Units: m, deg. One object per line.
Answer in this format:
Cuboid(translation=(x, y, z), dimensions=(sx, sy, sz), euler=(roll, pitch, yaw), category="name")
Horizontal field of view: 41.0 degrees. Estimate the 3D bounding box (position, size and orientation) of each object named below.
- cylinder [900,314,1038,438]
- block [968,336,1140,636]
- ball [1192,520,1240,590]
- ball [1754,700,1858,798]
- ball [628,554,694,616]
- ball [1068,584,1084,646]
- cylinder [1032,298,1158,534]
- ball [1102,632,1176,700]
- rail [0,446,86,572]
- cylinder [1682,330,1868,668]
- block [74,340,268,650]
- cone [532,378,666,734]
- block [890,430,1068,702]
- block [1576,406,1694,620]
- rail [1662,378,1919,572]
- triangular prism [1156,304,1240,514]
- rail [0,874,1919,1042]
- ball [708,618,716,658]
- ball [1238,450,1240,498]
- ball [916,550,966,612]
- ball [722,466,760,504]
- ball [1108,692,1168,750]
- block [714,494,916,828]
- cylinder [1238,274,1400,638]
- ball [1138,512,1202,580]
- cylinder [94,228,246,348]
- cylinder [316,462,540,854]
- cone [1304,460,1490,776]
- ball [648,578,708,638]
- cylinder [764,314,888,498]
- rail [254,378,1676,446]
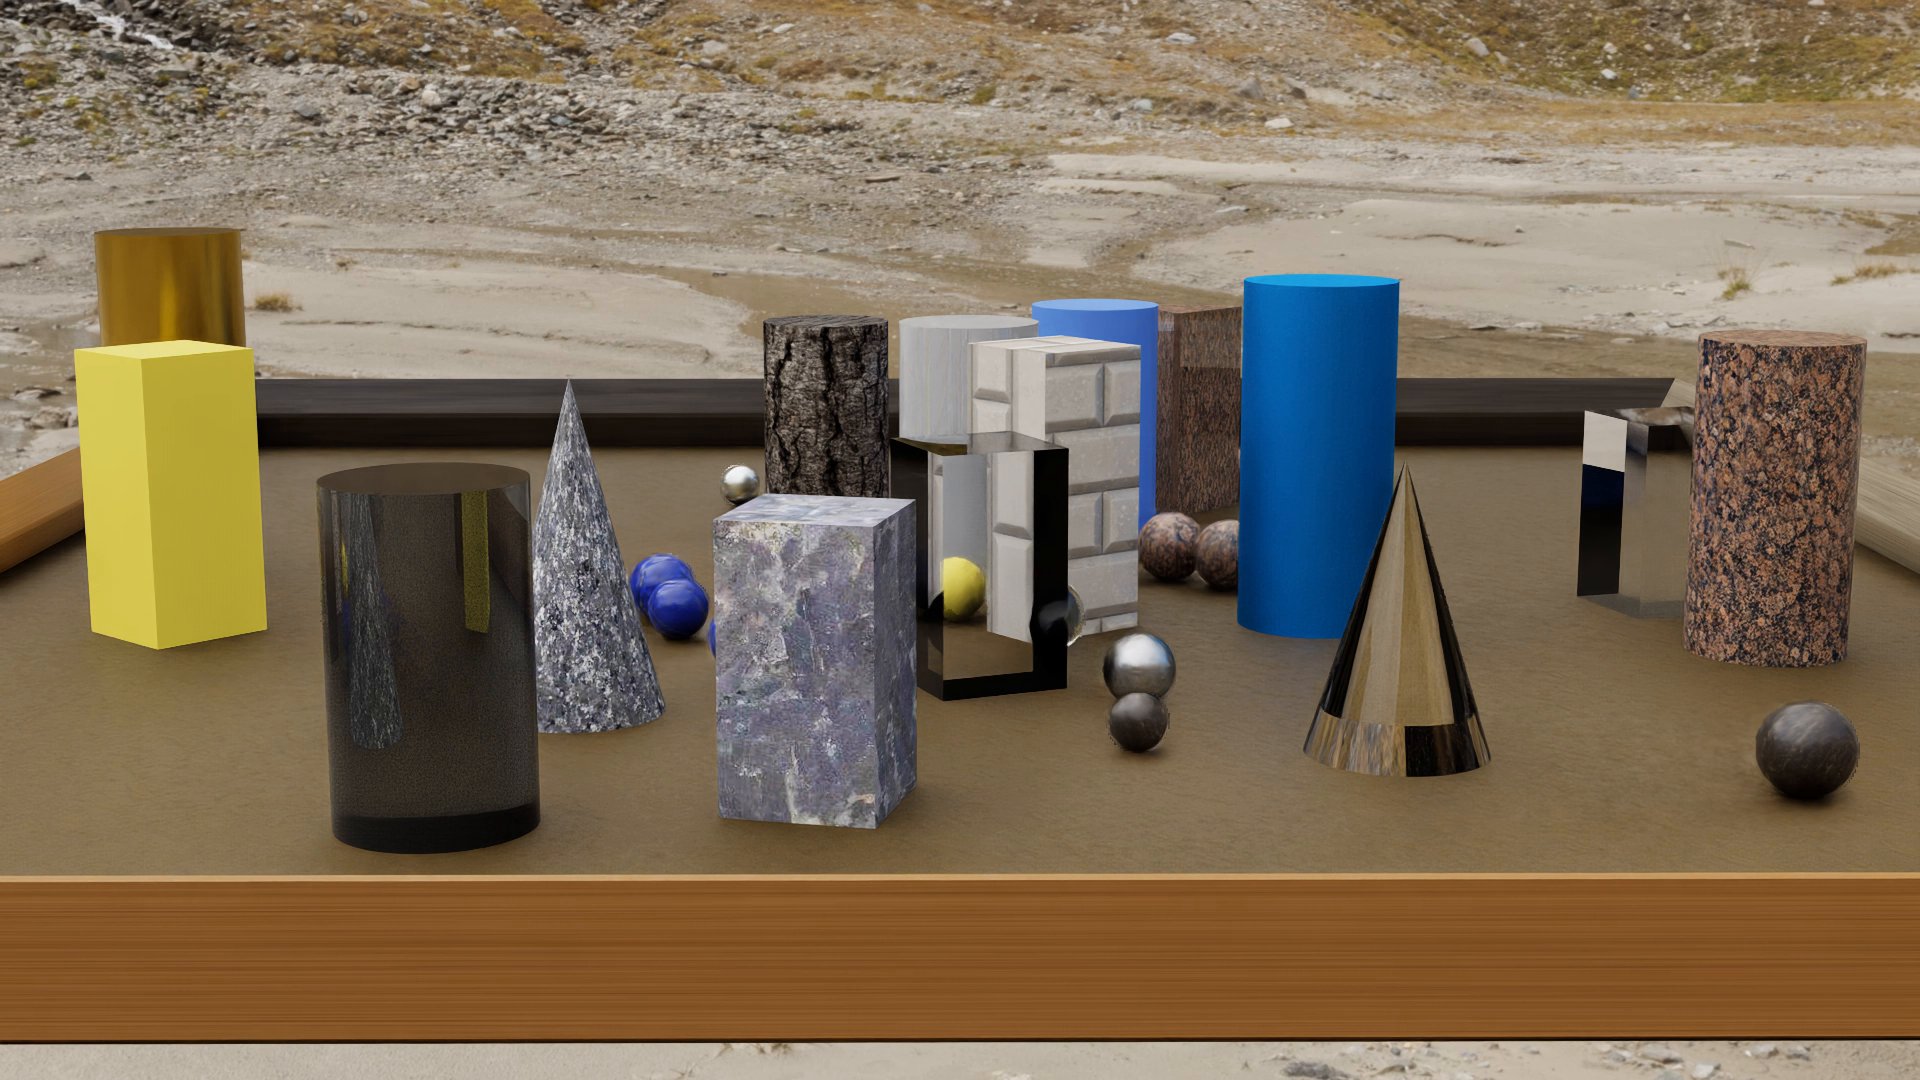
Cuboid(translation=(0.013, -0.129, 3.678), dimensions=(0.200, 0.368, 0.200), euler=(0, 10, 0), category="cylinder")
Cuboid(translation=(0.121, -0.071, 3.359), dimensions=(0.160, 0.370, 0.160), euler=(-8, 13, -37), category="block")
Cuboid(translation=(0.377, 0.021, 3.607), dimensions=(0.099, 0.099, 0.099), euler=(0, 10, 0), category="ball")
Cuboid(translation=(0.852, 0.210, 2.583), dimensions=(0.098, 0.098, 0.098), euler=(0, 10, 0), category="ball")
Cuboid(translation=(-0.397, 0.063, 3.413), dimensions=(0.087, 0.087, 0.087), euler=(0, 10, 0), category="ball")
Cuboid(translation=(0.108, 0.094, 3.216), dimensions=(0.096, 0.096, 0.096), euler=(0, 10, 0), category="ball")
Cuboid(translation=(0.213, -0.197, 4.081), dimensions=(0.200, 0.355, 0.200), euler=(0, 10, 0), category="cylinder")
Cuboid(translation=(0.207, 0.148, 2.957), dimensions=(0.084, 0.084, 0.084), euler=(0, 10, 0), category="ball")
Cuboid(translation=(-1.372, 0.035, 3.441), dimensions=(0.045, 0.130, 3.097), euler=(0, 10, 0), category="rail")
Cuboid(translation=(1.017, -0.056, 3.208), dimensions=(0.200, 0.395, 0.200), euler=(0, 10, 0), category="cylinder")
Cuboid(translation=(-1.020, -0.063, 3.319), dimensions=(0.160, 0.369, 0.160), euler=(9, 14, 41), category="block")
Cuboid(translation=(-0.437, 0.007, 2.899), dimensions=(0.200, 0.384, 0.200), euler=(0, 10, 0), category="cone")
Cuboid(translation=(0.022, 0.027, 3.055), dimensions=(0.160, 0.287, 0.160), euler=(-5, 11, -23), category="block")
Cuboid(translation=(0.958, -0.040, 3.493), dimensions=(0.160, 0.260, 0.160), euler=(-3, 11, -17), category="block")
Cuboid(translation=(1.372, 0.032, 3.456), dimensions=(0.045, 0.130, 3.097), euler=(0, 10, 0), category="rail")
Cuboid(translation=(0.354, -0.223, 4.282), dimensions=(0.150, 0.333, 0.173), euler=(9, 14, 41), category="triangular prism")
Cuboid(translation=(0.009, 0.311, 1.949), dimensions=(2.792, 0.130, 0.045), euler=(0, 10, 0), category="rail")
Cuboid(translation=(-0.254, 0.116, 3.095), dimensions=(0.098, 0.098, 0.098), euler=(0, 10, 0), category="ball")
Cuboid(translation=(0.486, -0.113, 4.362), dimensions=(0.087, 0.087, 0.087), euler=(0, 10, 0), category="ball")
Cuboid(translation=(-0.033, 0.054, 3.464), dimensions=(0.085, 0.085, 0.085), euler=(0, 10, 0), category="ball")
Cuboid(translation=(-0.368, -0.092, 4.308), dimensions=(0.066, 0.066, 0.066), euler=(0, 10, 0), category="ball")
Cuboid(translation=(0.192, 0.195, 2.761), dimensions=(0.063, 0.063, 0.063), euler=(0, 10, 0), category="ball")
Cuboid(translation=(-0.141, 0.116, 2.548), dimensions=(0.160, 0.297, 0.160), euler=(3, 11, 13), category="block")
Cuboid(translation=(0.468, -0.114, 3.361), dimensions=(0.200, 0.453, 0.200), euler=(0, 10, 0), category="cylinder")
Cuboid(translation=(0.303, 0.009, 3.672), dimensions=(0.099, 0.099, 0.099), euler=(0, 10, 0), category="ball")
Cuboid(translation=(-1.125, -0.195, 3.689), dimensions=(0.200, 0.494, 0.200), euler=(0, 10, 0), category="cylinder")
Cuboid(translation=(-0.509, 0.109, 2.468), dimensions=(0.200, 0.340, 0.200), euler=(0, 10, 0), category="cylinder")
Cuboid(translation=(0.469, 0.071, 2.731), dimensions=(0.200, 0.319, 0.200), euler=(0, 10, 0), category="cone")
Cuboid(translation=(-0.363, 0.088, 3.301), dimensions=(0.078, 0.078, 0.078), euler=(0, 10, 0), category="ball")
Cuboid(translation=(-0.215, -0.191, 4.132), dimensions=(0.200, 0.325, 0.200), euler=(0, 10, 0), category="cylinder")
Cuboid(translation=(-0.009, -0.244, 4.948), dimensions=(2.792, 0.130, 0.045), euler=(0, 10, 0), category="rail")
